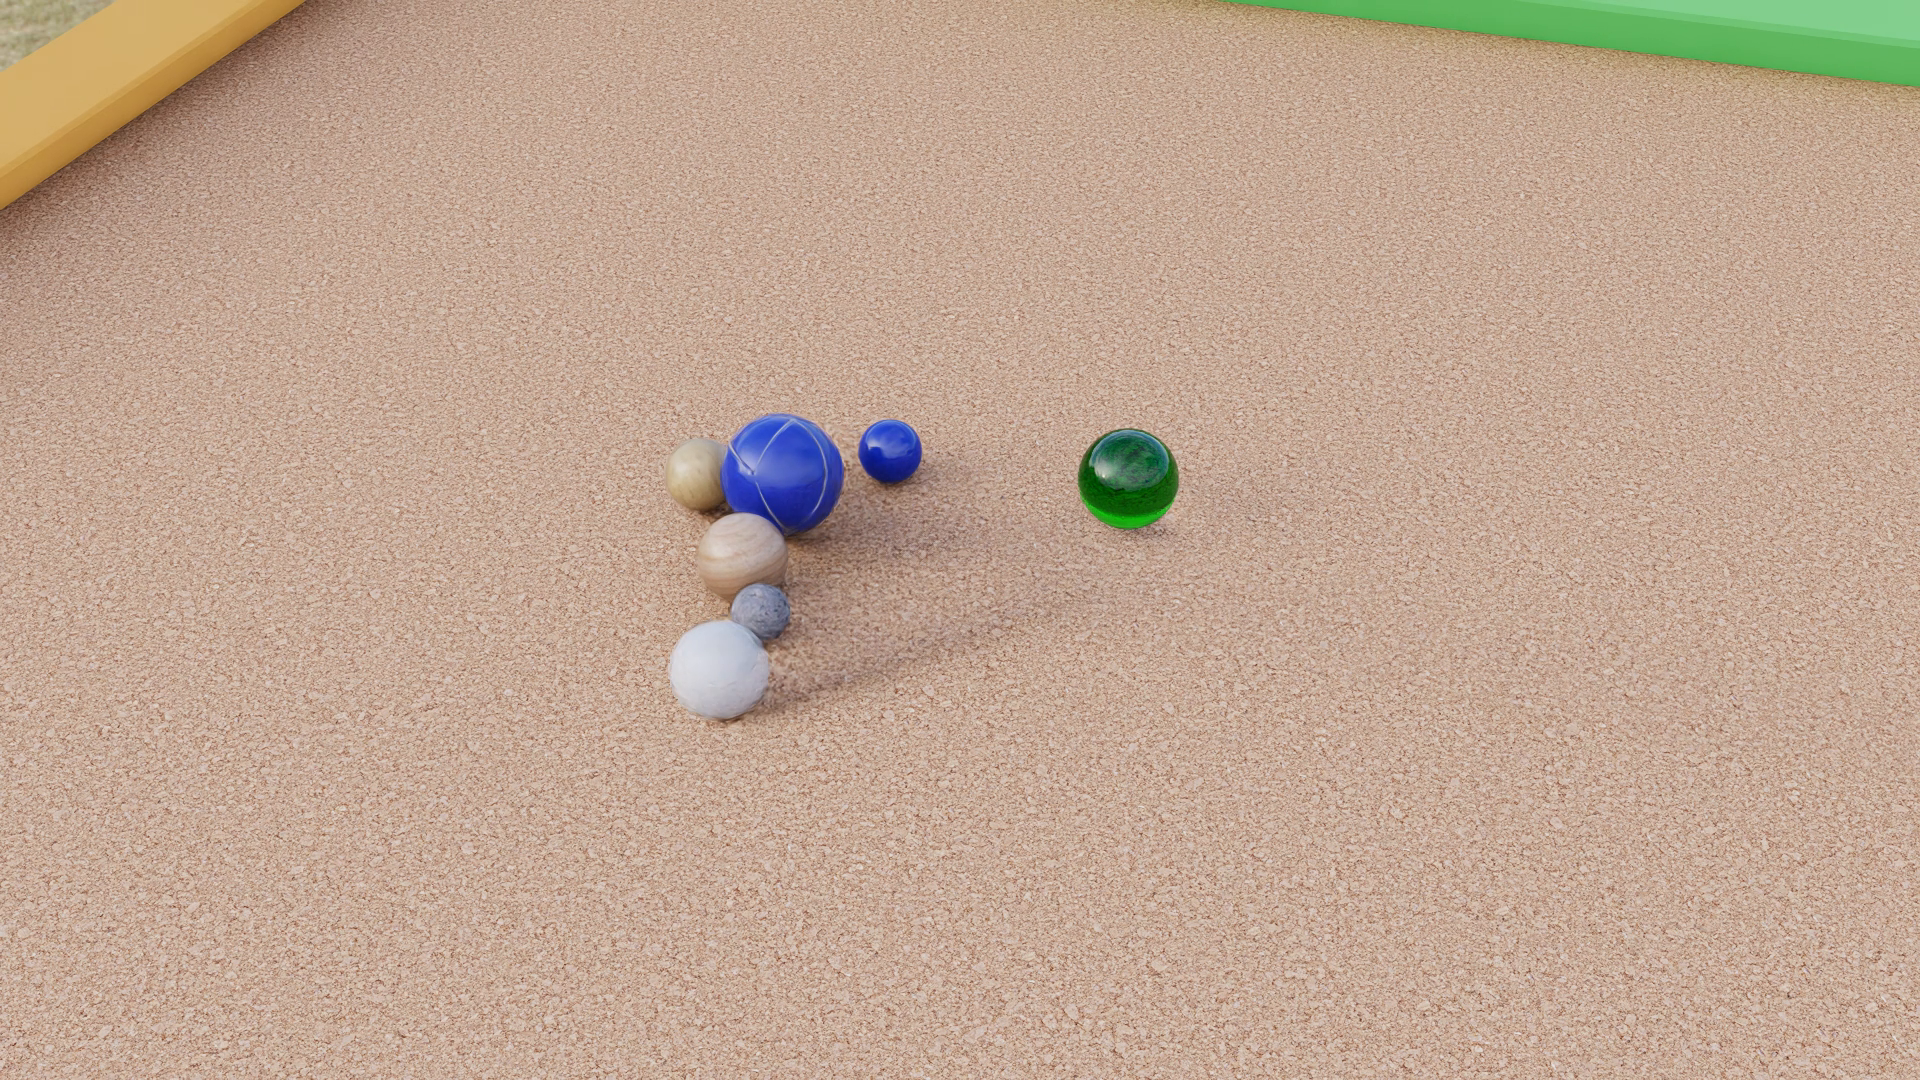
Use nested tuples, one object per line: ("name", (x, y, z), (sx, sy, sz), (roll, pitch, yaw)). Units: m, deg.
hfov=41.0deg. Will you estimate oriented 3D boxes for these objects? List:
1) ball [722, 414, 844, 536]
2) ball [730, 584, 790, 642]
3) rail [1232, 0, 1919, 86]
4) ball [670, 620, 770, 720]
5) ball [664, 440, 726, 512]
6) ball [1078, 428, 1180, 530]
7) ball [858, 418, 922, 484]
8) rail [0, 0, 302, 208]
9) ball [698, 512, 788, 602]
("ball", (-0.140, -0.051, 2.034), (0.097, 0.097, 0.097), (0, 33, 0))
("ball", (-0.149, 0.055, 1.921), (0.045, 0.045, 0.045), (0, 33, 0))
("rail", (1.433, -0.461, 2.625), (4.426, 0.126, 0.045), (10, 35, 15))
("ball", (-0.172, 0.093, 1.839), (0.071, 0.071, 0.071), (0, 33, 0))
("ball", (-0.209, -0.052, 2.070), (0.058, 0.058, 0.058), (0, 33, 0))
("ball", (0.134, -0.049, 2.044), (0.081, 0.081, 0.081), (0, 33, 0))
("ball", (-0.057, -0.073, 2.106), (0.053, 0.053, 0.053), (0, 33, 0))
("rail", (-1.027, -0.216, 2.254), (0.045, 0.126, 2.459), (10, 35, 15))
("ball", (-0.166, 0.013, 1.960), (0.069, 0.069, 0.069), (0, 33, 0))
